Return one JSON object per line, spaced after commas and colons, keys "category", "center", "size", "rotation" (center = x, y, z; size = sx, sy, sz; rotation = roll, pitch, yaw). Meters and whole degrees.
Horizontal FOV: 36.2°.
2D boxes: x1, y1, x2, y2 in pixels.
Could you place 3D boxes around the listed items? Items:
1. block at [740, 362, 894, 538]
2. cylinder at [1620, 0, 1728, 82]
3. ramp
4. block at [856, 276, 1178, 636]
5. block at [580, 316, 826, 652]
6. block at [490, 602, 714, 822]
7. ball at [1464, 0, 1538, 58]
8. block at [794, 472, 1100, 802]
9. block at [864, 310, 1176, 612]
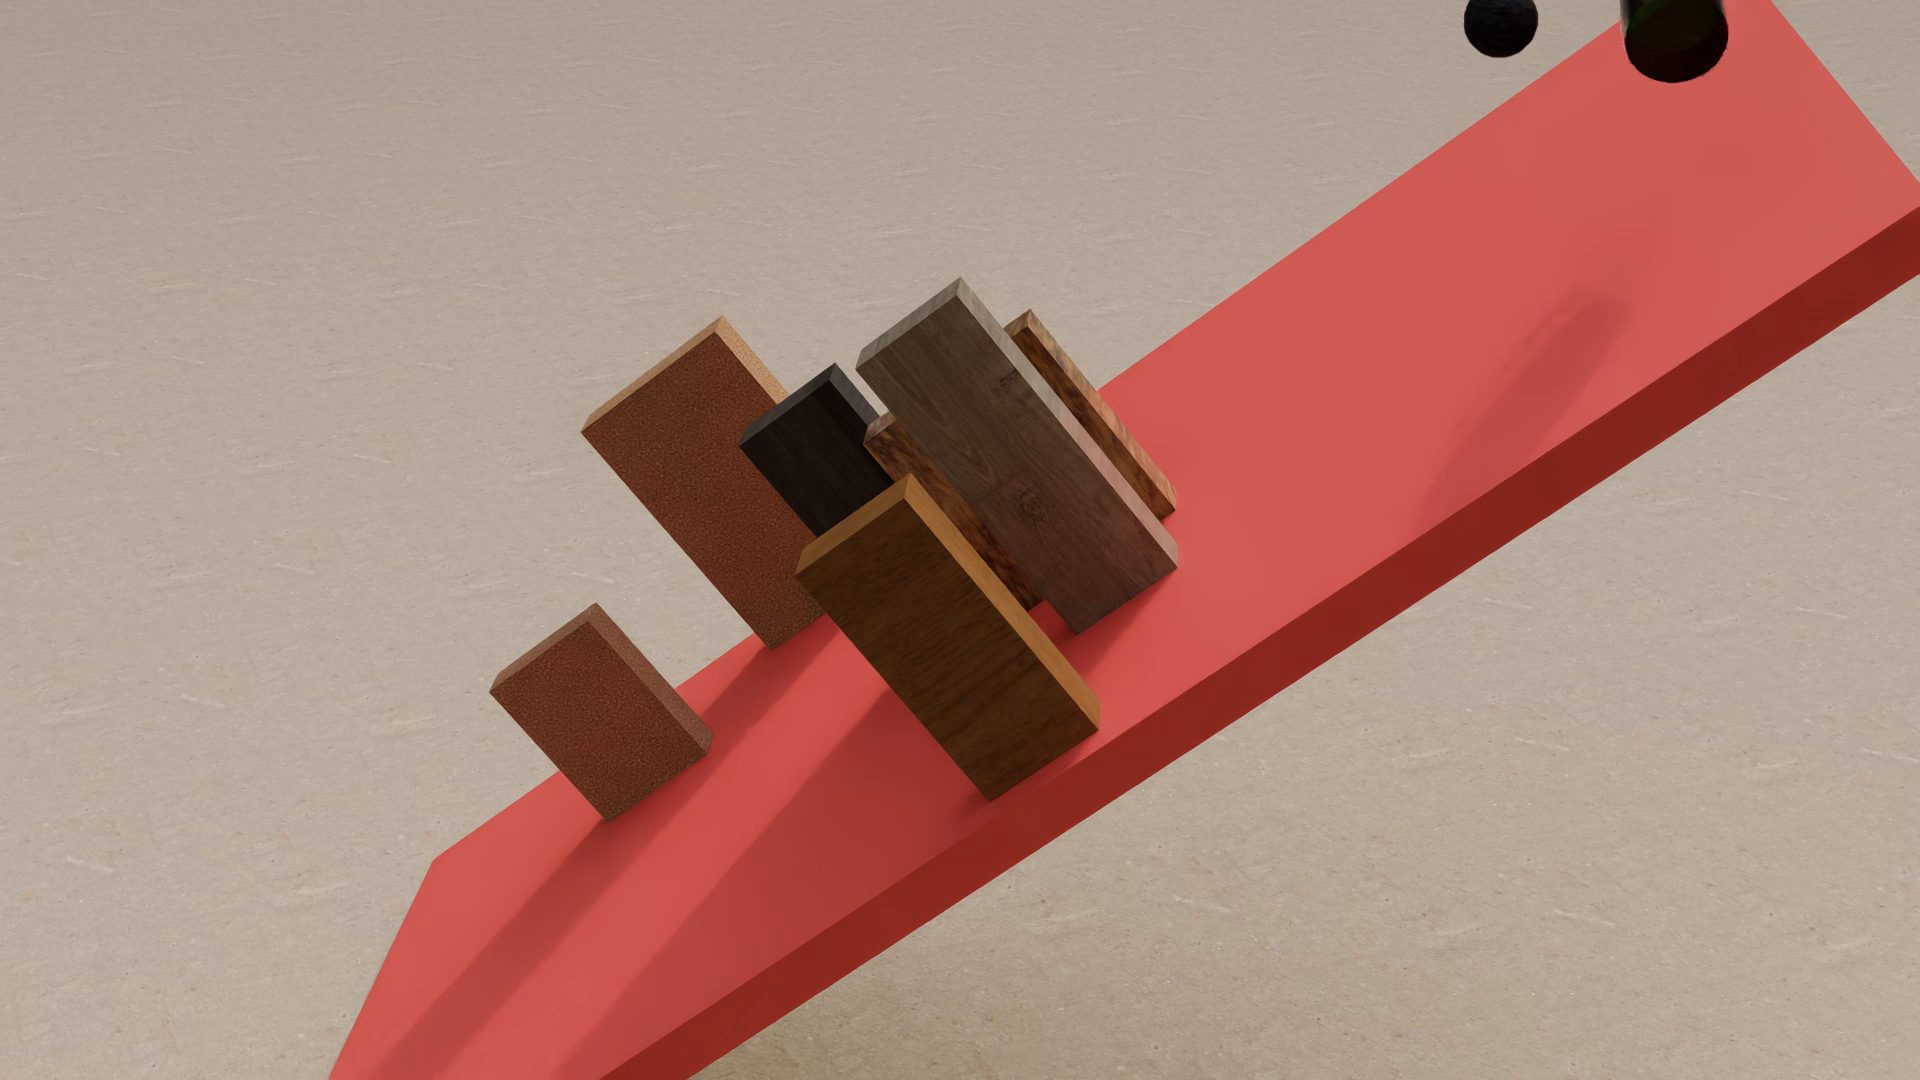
{"category": "block", "center": [-0.172, -0.055, 6.309], "size": [0.249, 0.628, 0.111], "rotation": [-35, 16, 17]}
{"category": "cylinder", "center": [1.378, -1.017, 5.686], "size": [0.193, 0.193, 0.193], "rotation": [3, 39, 6]}
{"category": "ramp", "center": [0.125, 0.182, 6.330], "size": [4.000, 0.100, 2.000], "rotation": [-35, 16, 17]}
{"category": "block", "center": [0.117, -0.160, 5.789], "size": [0.251, 0.705, 0.115], "rotation": [-35, 16, 17]}
{"category": "block", "center": [-0.517, -0.132, 7.146], "size": [0.427, 0.721, 0.119], "rotation": [-35, 16, 17]}
{"category": "block", "center": [-0.845, 0.410, 6.949], "size": [0.312, 0.431, 0.104], "rotation": [-35, 16, 17]}
{"category": "ball", "center": [1.051, -1.009, 5.715], "size": [0.143, 0.143, 0.143], "rotation": [0, 23, 0]}
{"category": "block", "center": [-0.018, 0.182, 5.402], "size": [0.254, 0.573, 0.124], "rotation": [-35, 16, 17]}
{"category": "block", "center": [0.127, -0.151, 6.122], "size": [0.430, 0.502, 0.110], "rotation": [-35, 16, 17]}
